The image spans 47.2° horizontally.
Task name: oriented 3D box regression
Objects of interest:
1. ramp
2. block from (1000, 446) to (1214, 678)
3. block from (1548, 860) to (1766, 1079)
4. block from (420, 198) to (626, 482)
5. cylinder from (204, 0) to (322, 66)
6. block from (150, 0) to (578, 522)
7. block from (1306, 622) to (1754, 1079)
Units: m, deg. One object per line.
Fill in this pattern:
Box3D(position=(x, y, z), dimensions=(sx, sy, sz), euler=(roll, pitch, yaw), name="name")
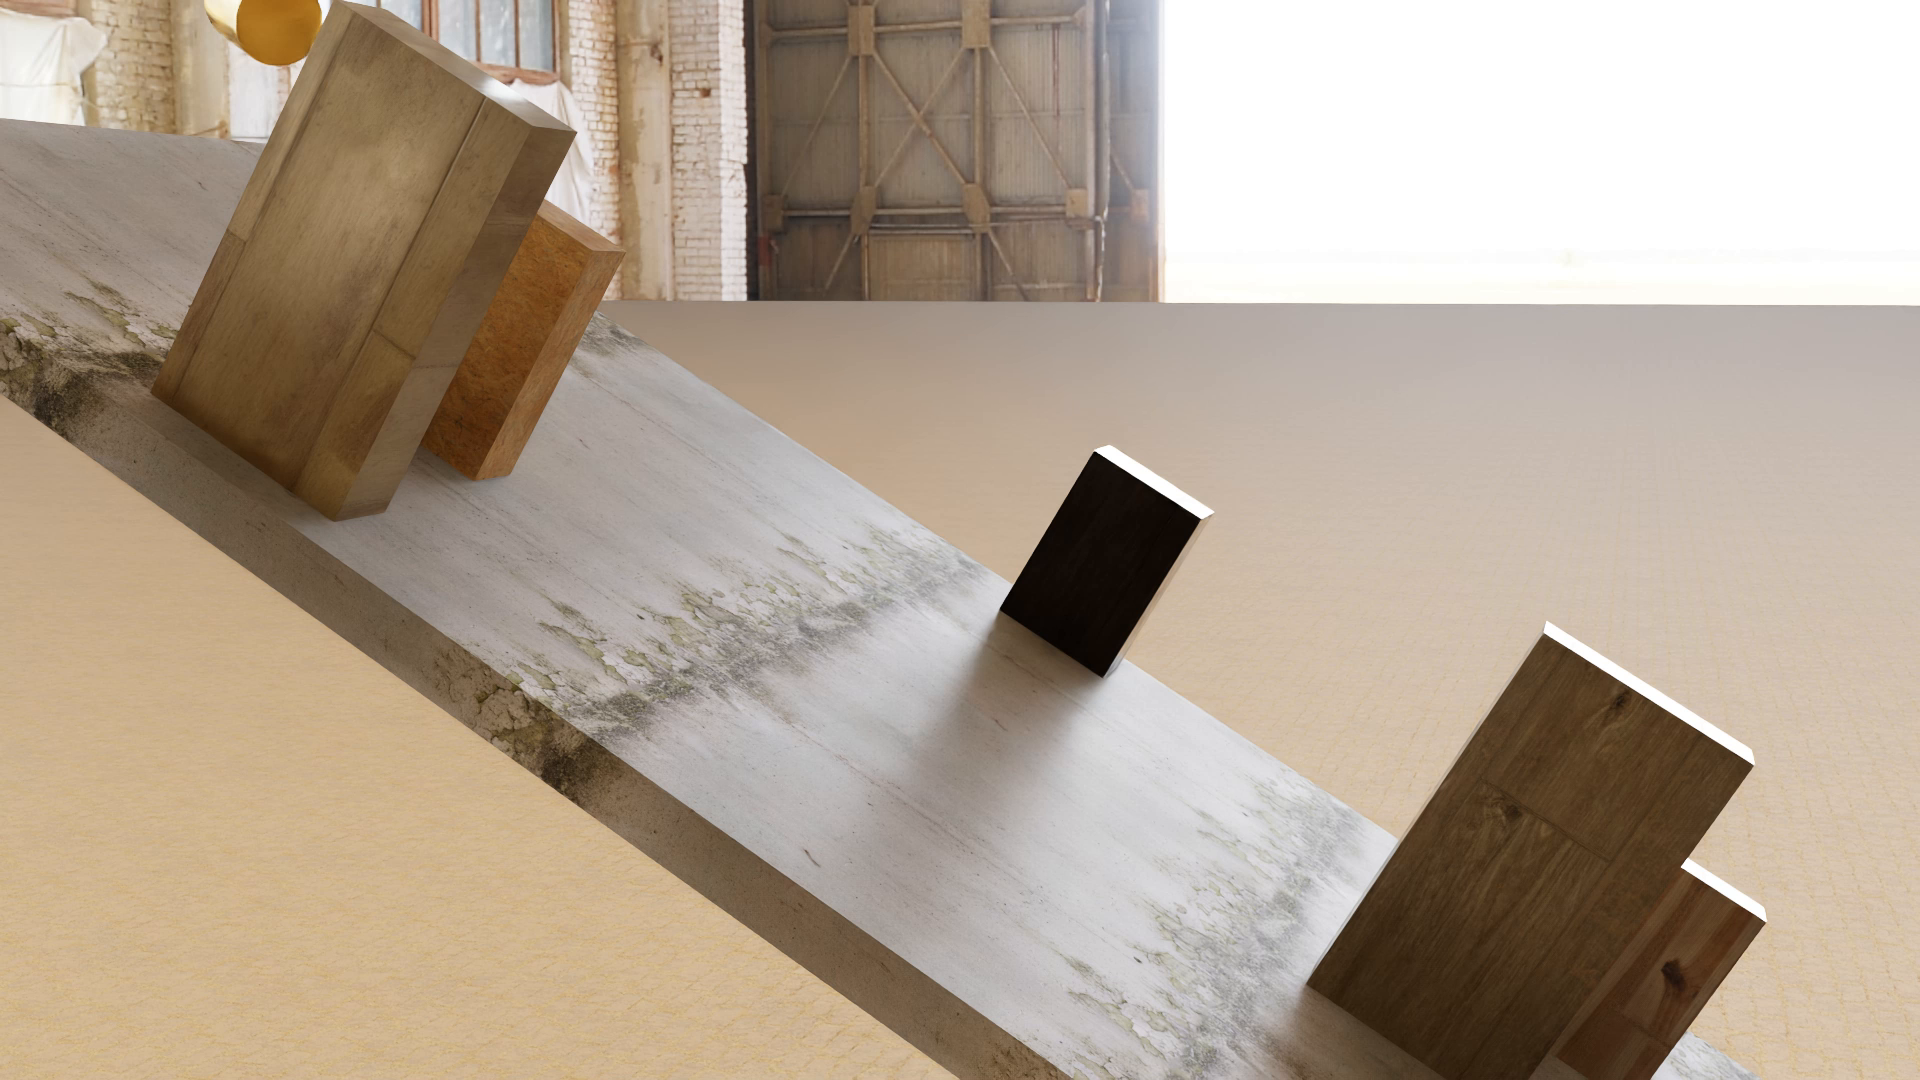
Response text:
Box3D(position=(-0.168, 0.277, 4.120), dimensions=(4.000, 0.100, 2.000), euler=(33, 15, 11), name="ramp")
Box3D(position=(0.320, 0.046, 4.817), dimensions=(0.274, 0.415, 0.143), euler=(33, 15, 11), name="block")
Box3D(position=(1.209, 0.763, 4.131), dimensions=(0.397, 0.437, 0.096), euler=(33, 15, 11), name="block")
Box3D(position=(-0.889, -0.417, 3.891), dimensions=(0.418, 0.465, 0.129), euler=(33, 15, 11), name="block")
Box3D(position=(-1.490, -1.131, 4.703), dimensions=(0.189, 0.189, 0.189), euler=(-5, 28, -38), name="cylinder")
Box3D(position=(-0.927, -0.426, 3.398), dimensions=(0.377, 0.691, 0.144), euler=(33, 15, 11), name="block")
Box3D(position=(0.955, 0.557, 3.722), dimensions=(0.390, 0.737, 0.120), euler=(33, 15, 11), name="block")
